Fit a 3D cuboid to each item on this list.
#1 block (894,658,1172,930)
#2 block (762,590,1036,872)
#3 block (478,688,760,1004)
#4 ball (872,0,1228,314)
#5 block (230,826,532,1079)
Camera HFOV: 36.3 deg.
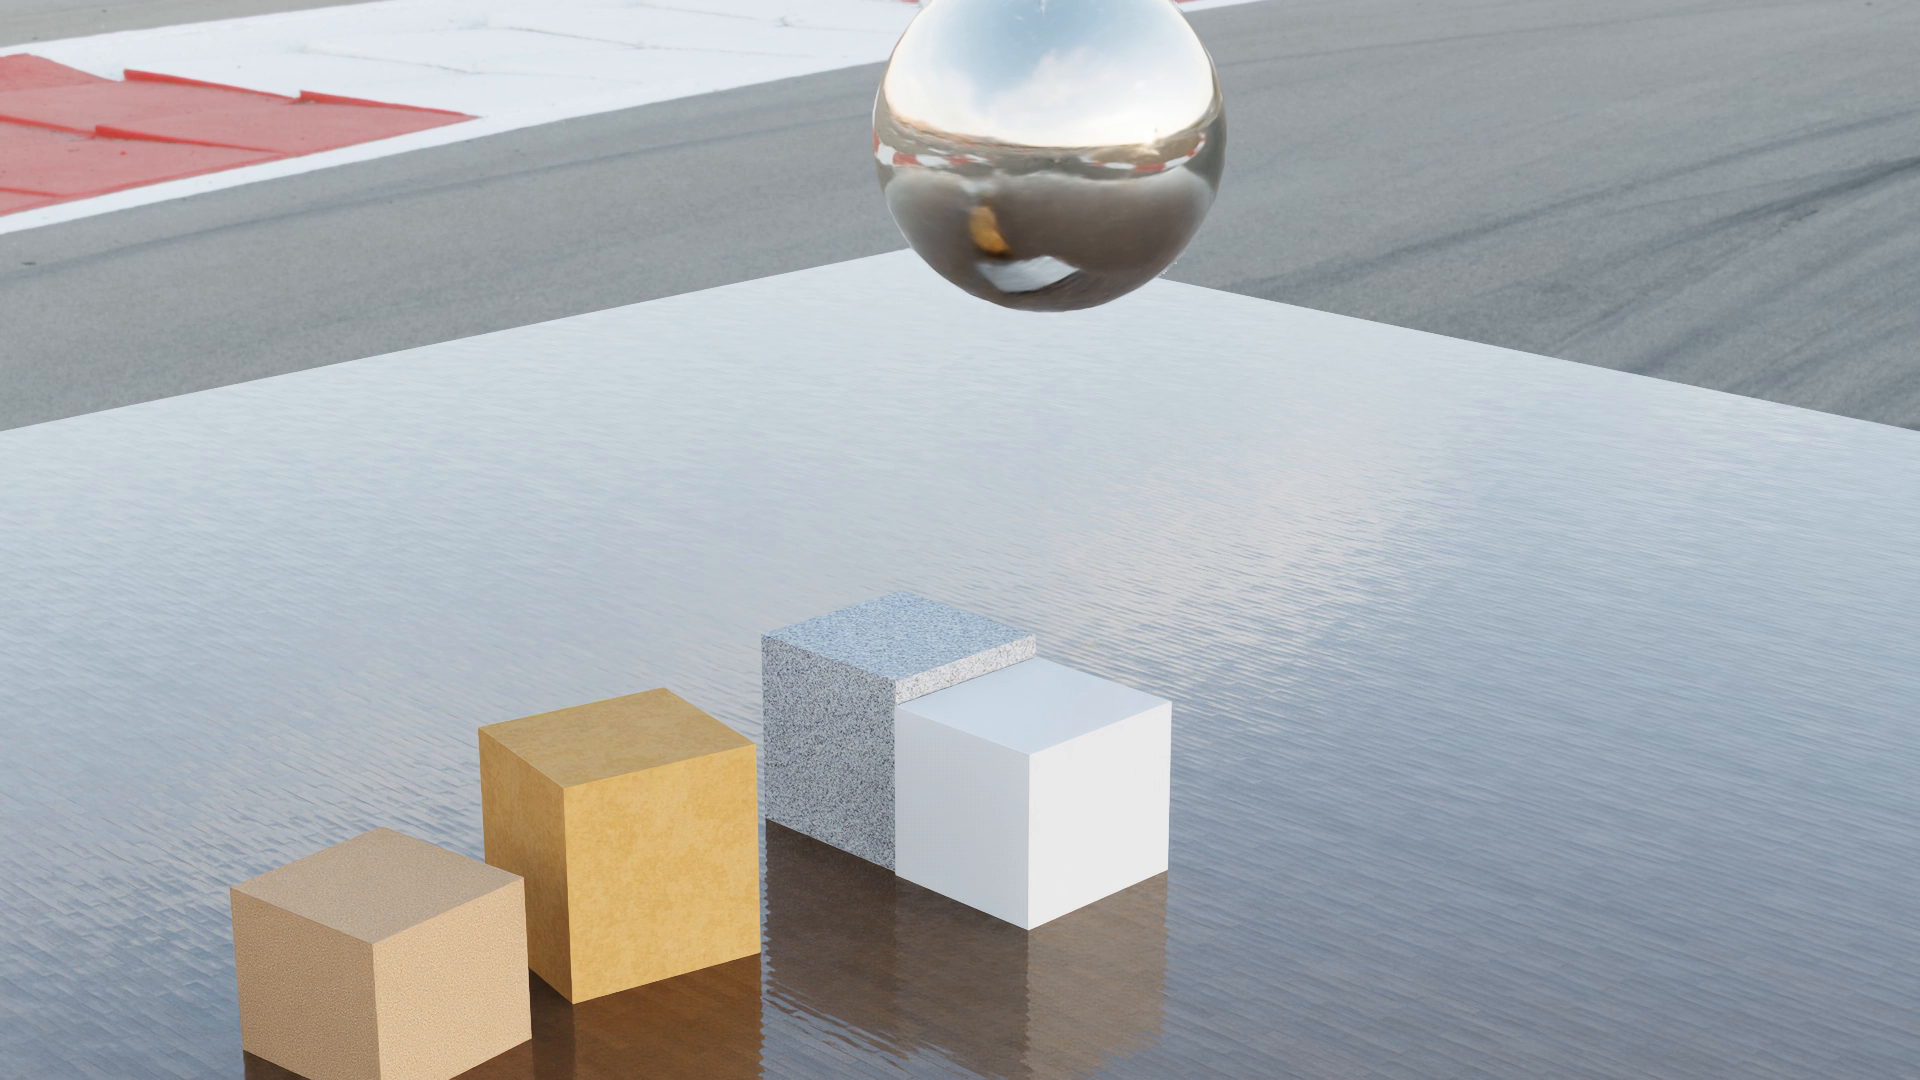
[{"bbox_3d":[0.331,1.134,13.360,0.930,0.826,0.843,-17,24,-42],"label":"block"},{"bbox_3d":[-0.290,0.889,13.957,0.913,0.935,0.915,17,24,42],"label":"block"},{"bbox_3d":[-1.464,1.293,12.619,0.898,0.967,0.824,-11,21,-32],"label":"block"},{"bbox_3d":[0.401,-1.823,13.189,1.600,1.600,1.600,0,17,0],"label":"ball"},{"bbox_3d":[-2.315,1.699,11.755,0.845,0.710,0.786,13,22,36],"label":"block"}]
